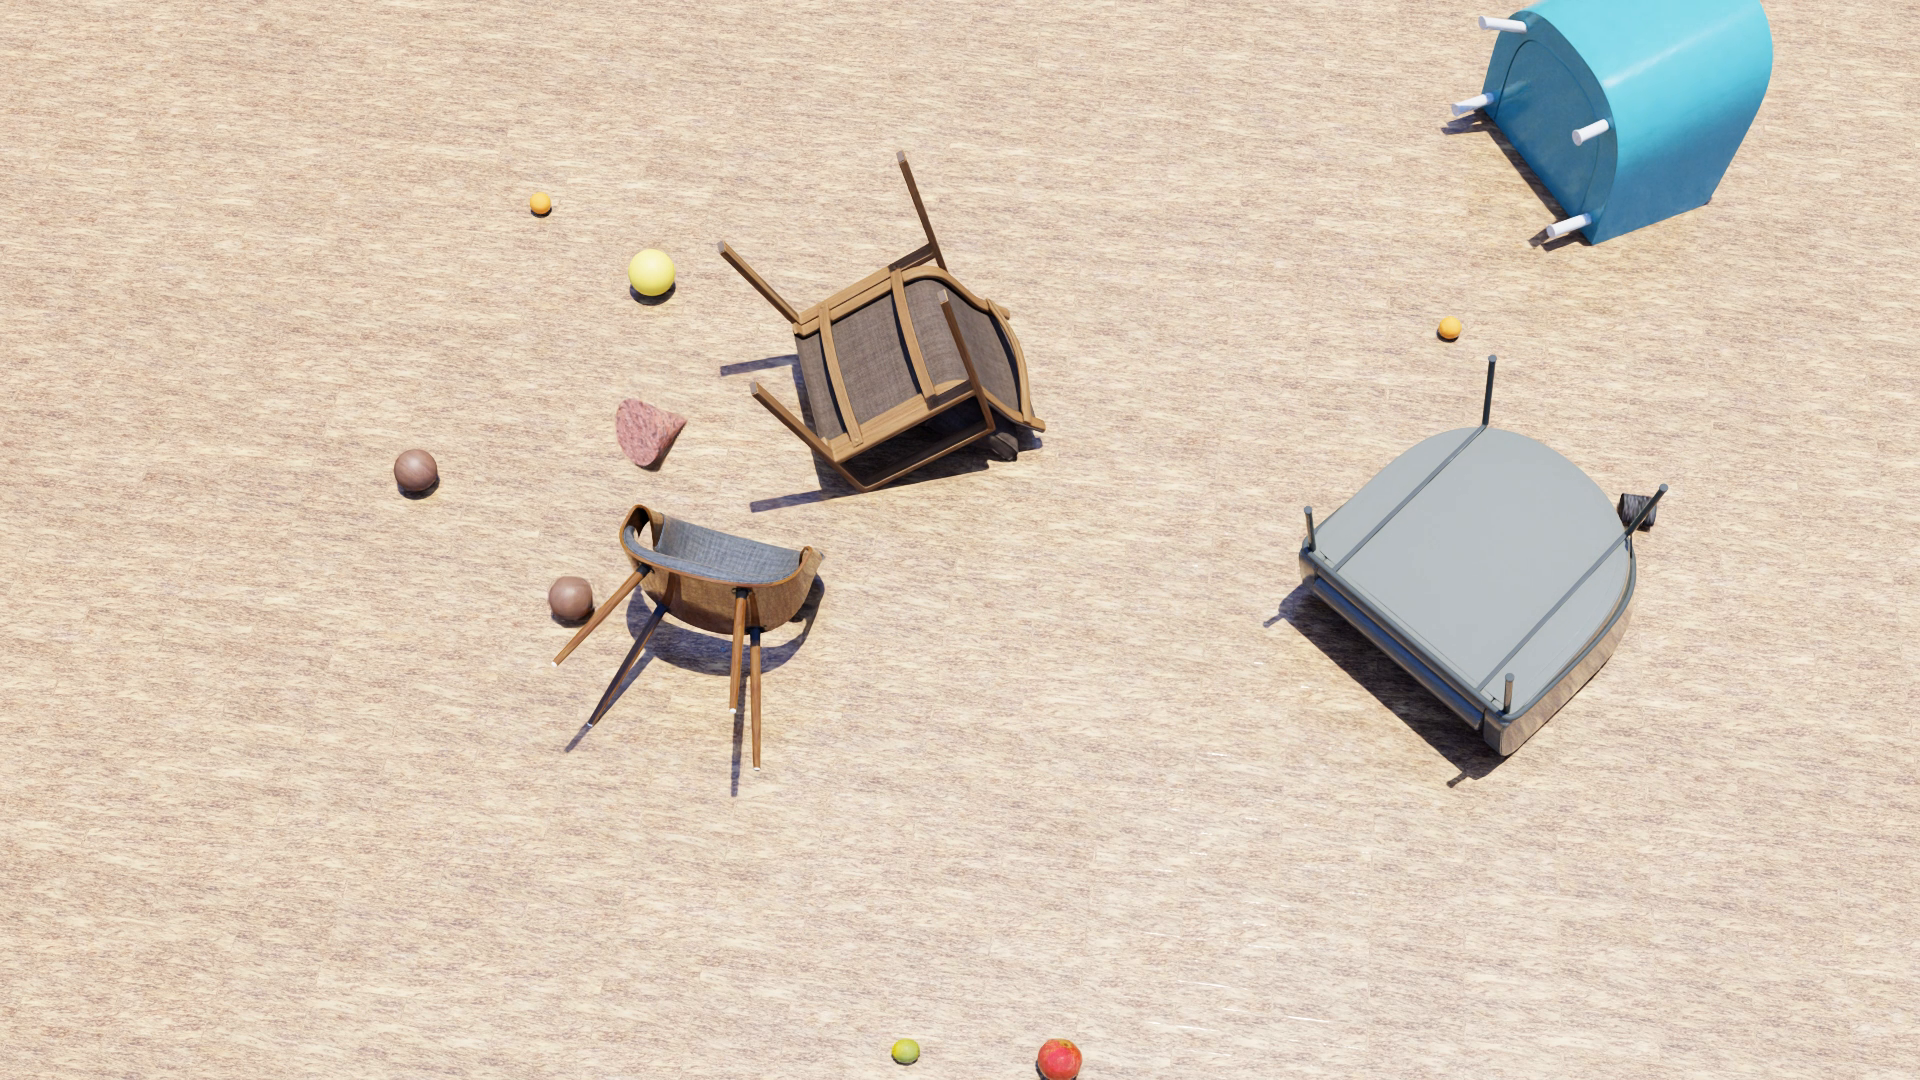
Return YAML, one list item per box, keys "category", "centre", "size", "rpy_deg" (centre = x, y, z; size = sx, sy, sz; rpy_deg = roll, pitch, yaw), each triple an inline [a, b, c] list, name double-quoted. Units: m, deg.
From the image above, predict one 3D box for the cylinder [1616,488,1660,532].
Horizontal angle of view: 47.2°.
- category: "cylinder"
  centre: [2.030, -0.090, 6.589]
  size: [0.096, 0.075, 0.096]
  rpy_deg: [36, 78, -11]

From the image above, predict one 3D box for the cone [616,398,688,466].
- category: "cone"
  centre: [-0.913, -0.352, 6.755]
  size: [0.203, 0.206, 0.212]
  rpy_deg: [-18, 62, -44]

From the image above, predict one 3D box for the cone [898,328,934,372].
- category: "cone"
  centre: [-0.164, -0.615, 6.872]
  size: [0.105, 0.158, 0.118]
  rpy_deg: [-42, 46, -8]

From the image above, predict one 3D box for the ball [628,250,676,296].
- category: "ball"
  centre: [-0.990, -0.858, 7.059]
  size: [0.150, 0.150, 0.150]
  rpy_deg: [0, 56, 0]
